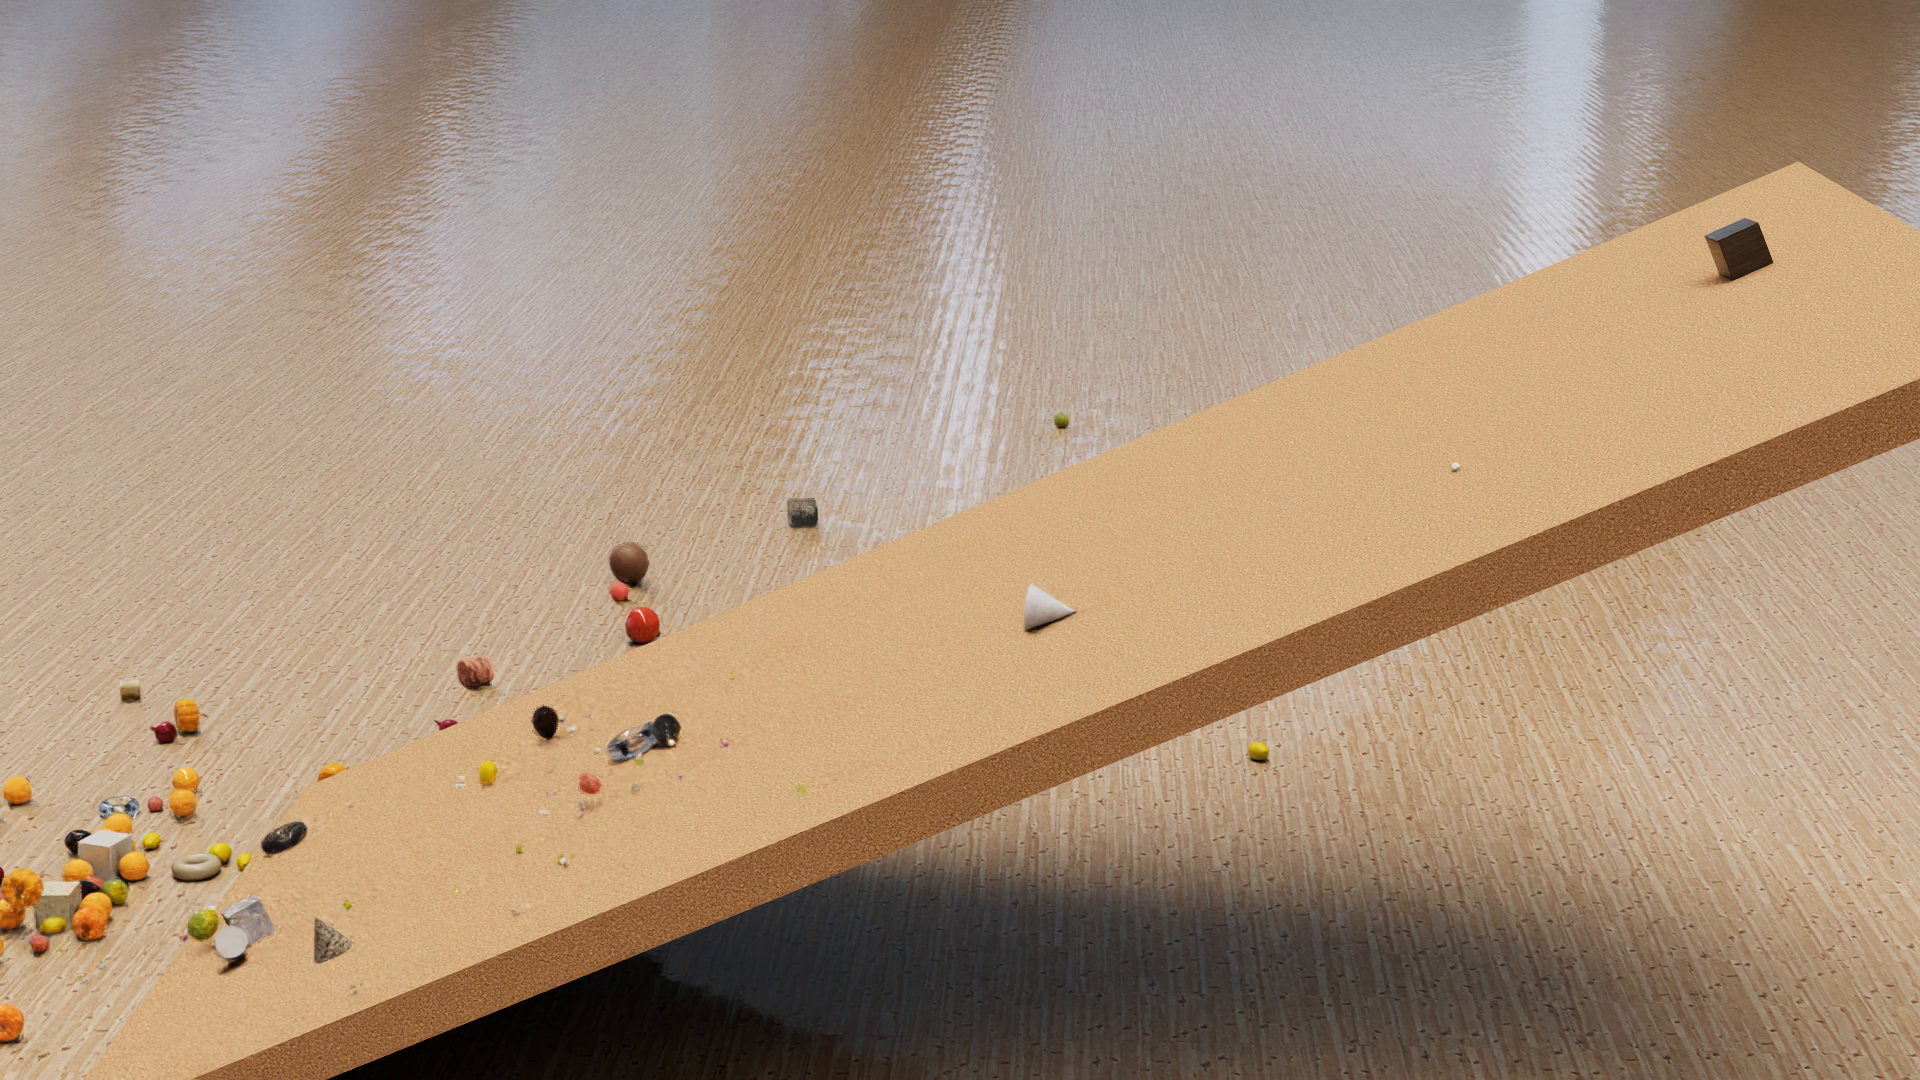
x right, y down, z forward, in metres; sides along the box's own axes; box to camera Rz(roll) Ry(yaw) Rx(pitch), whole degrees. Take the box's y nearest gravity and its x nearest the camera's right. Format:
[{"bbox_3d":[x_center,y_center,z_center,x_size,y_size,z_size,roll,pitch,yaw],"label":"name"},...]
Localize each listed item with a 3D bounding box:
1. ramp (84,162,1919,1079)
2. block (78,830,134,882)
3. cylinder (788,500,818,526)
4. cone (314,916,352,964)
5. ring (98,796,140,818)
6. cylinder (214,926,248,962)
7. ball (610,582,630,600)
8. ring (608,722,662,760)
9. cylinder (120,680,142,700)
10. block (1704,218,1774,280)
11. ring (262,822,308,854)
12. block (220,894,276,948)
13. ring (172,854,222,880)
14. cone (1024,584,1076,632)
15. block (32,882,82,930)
[{"bbox_3d":[0.131,0.170,6.285,4.000,0.100,2.000,-23,13,8],"label":"ramp"},{"bbox_3d":[-2.084,0.771,7.177,0.092,0.092,0.092,5,16,20],"label":"block"},{"bbox_3d":[-0.559,-0.096,10.426,0.091,0.091,0.091,-4,15,-13],"label":"cylinder"},{"bbox_3d":[-1.284,0.797,5.942,0.085,0.085,0.085,-23,13,6],"label":"cone"},{"bbox_3d":[-2.170,0.690,7.592,0.104,0.035,0.104,1,16,0],"label":"ring"},{"bbox_3d":[-1.534,0.850,6.186,0.066,0.066,0.066,-5,-14,-17],"label":"cylinder"},{"bbox_3d":[-1.099,0.167,9.501,0.060,0.060,0.060,0,15,0],"label":"ball"},{"bbox_3d":[-0.711,0.440,6.428,0.126,0.042,0.126,-24,11,5],"label":"ring"},{"bbox_3d":[-2.400,0.434,8.513,0.055,0.055,0.055,-3,15,-12],"label":"cylinder"},{"bbox_3d":[1.648,-0.615,6.224,0.093,0.093,0.093,-24,13,2],"label":"block"},{"bbox_3d":[-1.609,0.709,7.008,0.116,0.039,0.116,-23,14,6],"label":"ring"},{"bbox_3d":[-1.528,0.819,6.317,0.078,0.078,0.078,-29,13,-21],"label":"block"},{"bbox_3d":[-1.864,0.797,7.180,0.120,0.040,0.120,-1,14,0],"label":"ring"},{"bbox_3d":[0.188,0.142,5.964,0.100,0.100,0.100,6,16,11],"label":"cone"},{"bbox_3d":[-2.110,0.854,6.881,0.084,0.084,0.084,1,15,2],"label":"block"}]
